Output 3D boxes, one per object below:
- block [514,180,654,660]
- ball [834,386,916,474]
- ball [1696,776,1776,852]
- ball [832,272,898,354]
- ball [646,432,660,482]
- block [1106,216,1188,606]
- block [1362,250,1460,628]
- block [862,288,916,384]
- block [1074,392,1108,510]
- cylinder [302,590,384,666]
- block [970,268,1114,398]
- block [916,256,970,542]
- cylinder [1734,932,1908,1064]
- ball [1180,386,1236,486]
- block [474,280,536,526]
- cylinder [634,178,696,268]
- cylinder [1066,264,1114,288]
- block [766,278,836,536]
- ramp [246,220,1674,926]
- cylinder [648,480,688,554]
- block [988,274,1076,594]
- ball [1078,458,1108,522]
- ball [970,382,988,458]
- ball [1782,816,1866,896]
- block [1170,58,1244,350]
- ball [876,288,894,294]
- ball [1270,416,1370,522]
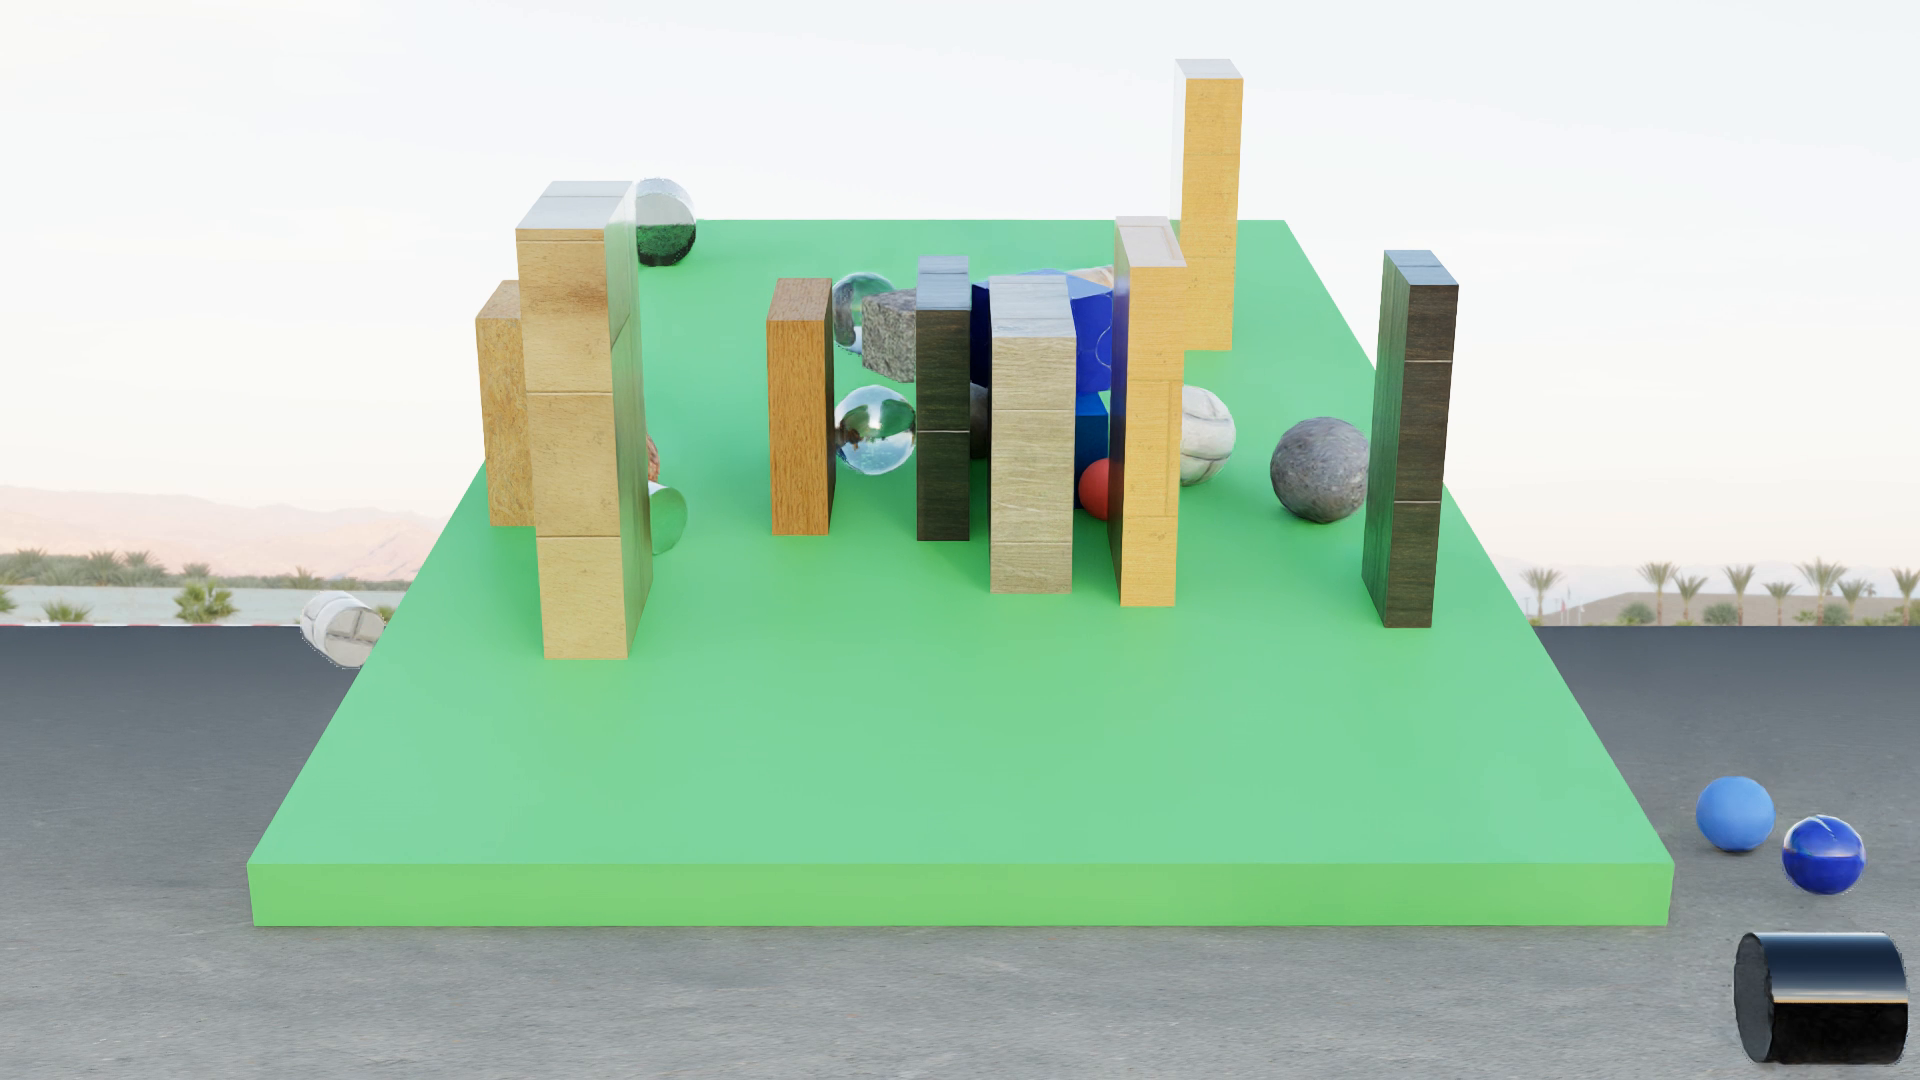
[{"bbox_3d":[-0.631,-0.208,3.885,0.140,0.739,0.361,0,21,0],"label":"block"},{"bbox_3d":[-0.177,-0.227,4.711,0.185,0.185,0.185,0,-2,0],"label":"ball"},{"bbox_3d":[1.449,0.512,4.262,0.141,0.141,0.141,0,-2,0],"label":"ball"},{"bbox_3d":[-0.232,-0.550,5.538,0.200,0.200,0.200,0,-2,0],"label":"ball"},{"bbox_3d":[-0.689,-0.148,4.487,0.197,0.197,0.197,0,-2,0],"label":"ball"},{"bbox_3d":[0.335,-0.240,4.139,0.096,0.620,0.385,0,21,0],"label":"block"},{"bbox_3d":[0.782,-0.177,3.983,0.081,0.615,0.243,0,21,0],"label":"block"},{"bbox_3d":[-0.112,-0.487,5.408,0.174,0.174,0.174,-14,25,-33],"label":"block"},{"bbox_3d":[0.186,-0.186,4.594,0.195,0.195,0.195,-2,21,-5],"label":"block"},{"bbox_3d":[-1.550,0.222,5.732,0.156,0.156,0.156,2,14,-38],"label":"cylinder"},{"bbox_3d":[0.167,-0.412,4.612,0.208,0.208,0.208,-16,27,-36],"label":"block"},{"bbox_3d":[-0.033,-0.286,4.487,0.101,0.457,0.421,0,21,0],"label":"block"},{"bbox_3d":[0.831,0.443,2.207,0.125,0.125,0.125,0,-2,2],"label":"cylinder"},{"bbox_3d":[0.460,-0.214,4.655,0.204,0.204,0.204,0,-2,0],"label":"ball"},{"bbox_3d":[-0.852,-0.274,4.506,0.128,0.418,0.290,0,21,0],"label":"block"},{"bbox_3d":[-0.852,-0.897,6.430,0.210,0.210,0.210,0,21,-8],"label":"cylinder"},{"bbox_3d":[0.306,-0.562,5.573,0.197,0.197,0.197,-12,4,-27],"label":"cylinder"},{"bbox_3d":[-0.308,-0.266,4.473,0.108,0.428,0.318,0,21,0],"label":"block"},{"bbox_3d":[-0.006,-0.214,5.079,2.000,0.100,4.000,0,21,0],"label":"ramp"},{"bbox_3d":[-0.609,-0.051,4.328,0.129,0.129,0.129,16,8,36],"label":"cylinder"},{"bbox_3d":[0.128,-0.205,4.242,0.146,0.480,0.434,0,21,0],"label":"block"},{"bbox_3d":[0.294,-0.099,4.466,0.124,0.124,0.124,0,-2,0],"label":"ball"},{"bbox_3d":[0.039,-0.255,4.811,0.168,0.168,0.168,0,-2,0],"label":"ball"},{"bbox_3d":[1.361,0.497,3.594,0.125,0.125,0.125,0,-2,0],"label":"ball"},{"bbox_3d":[0.599,-0.828,5.619,0.136,0.664,0.292,0,21,0],"label":"block"},{"bbox_3d":[-0.176,-0.569,5.703,0.118,0.118,0.118,0,-2,0],"label":"ball"},{"bbox_3d":[0.709,-0.137,4.452,0.207,0.207,0.207,0,-2,0],"label":"ball"}]
